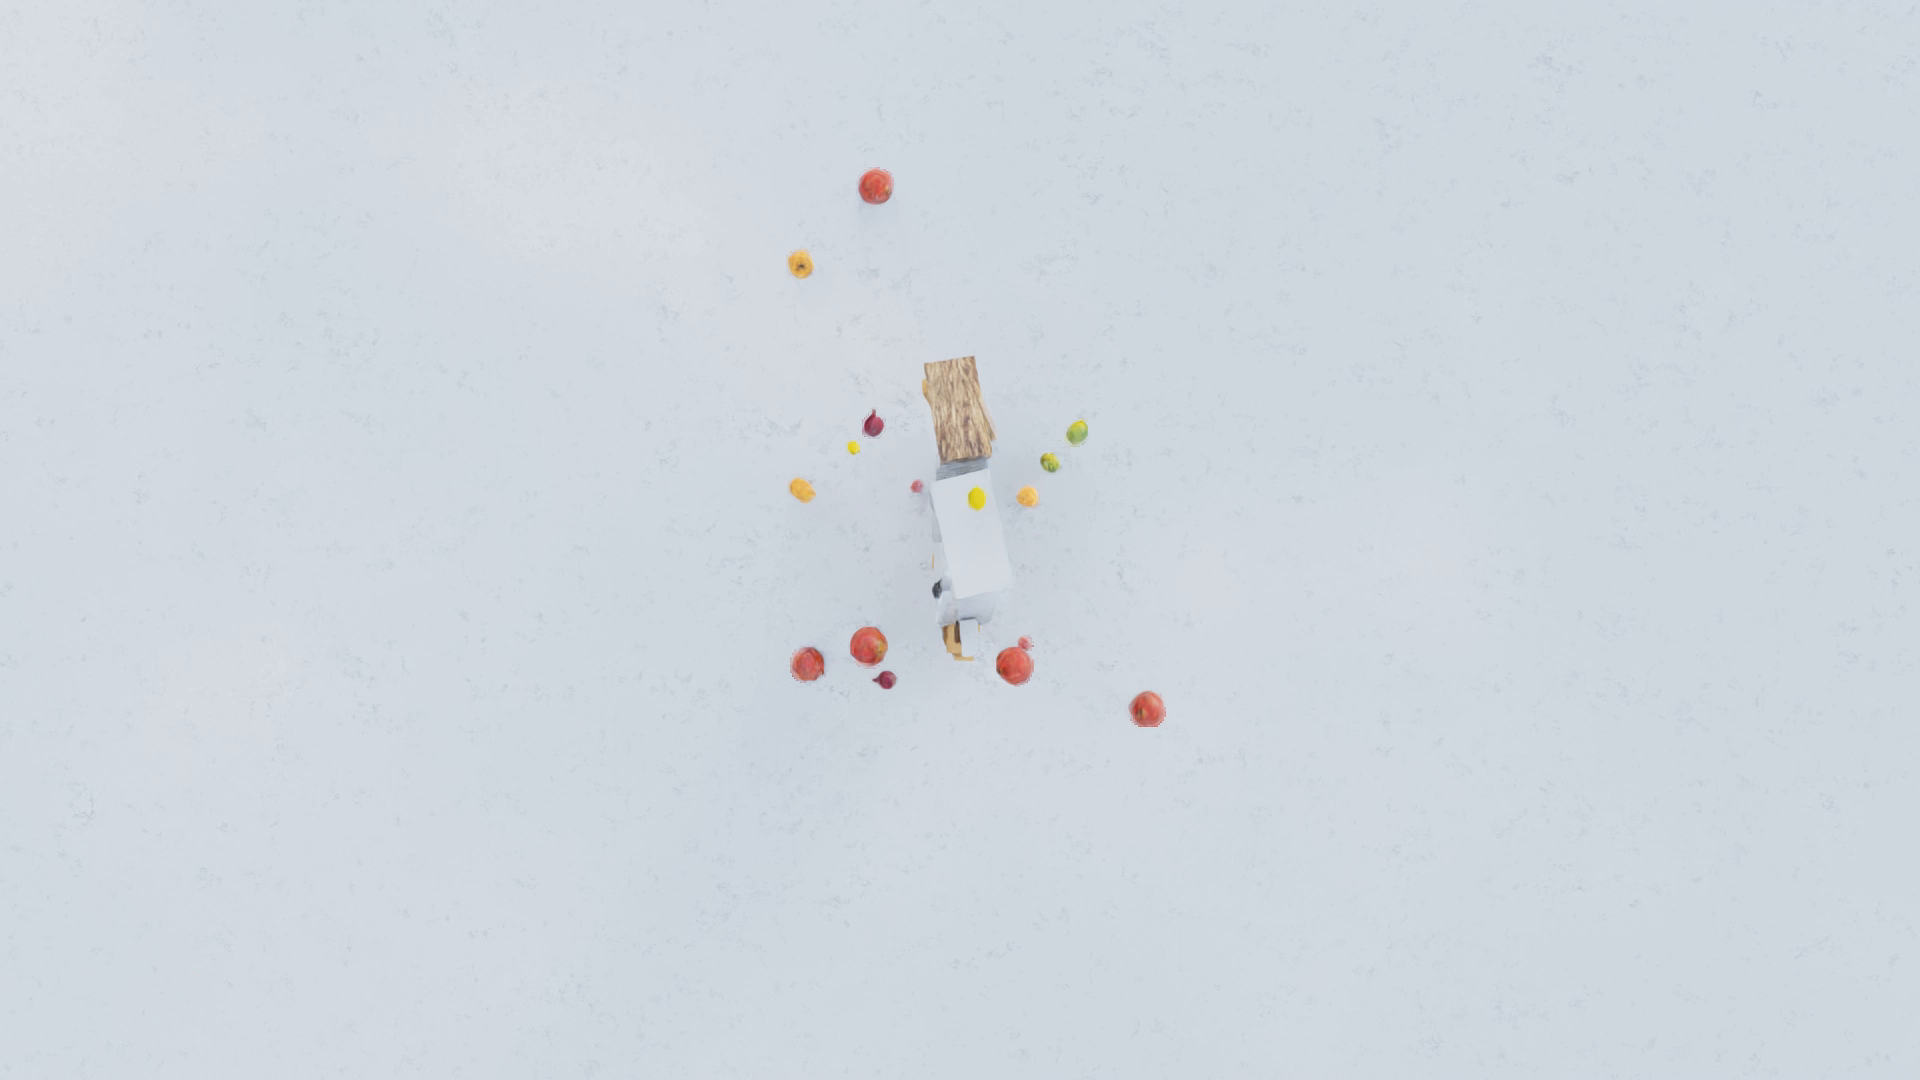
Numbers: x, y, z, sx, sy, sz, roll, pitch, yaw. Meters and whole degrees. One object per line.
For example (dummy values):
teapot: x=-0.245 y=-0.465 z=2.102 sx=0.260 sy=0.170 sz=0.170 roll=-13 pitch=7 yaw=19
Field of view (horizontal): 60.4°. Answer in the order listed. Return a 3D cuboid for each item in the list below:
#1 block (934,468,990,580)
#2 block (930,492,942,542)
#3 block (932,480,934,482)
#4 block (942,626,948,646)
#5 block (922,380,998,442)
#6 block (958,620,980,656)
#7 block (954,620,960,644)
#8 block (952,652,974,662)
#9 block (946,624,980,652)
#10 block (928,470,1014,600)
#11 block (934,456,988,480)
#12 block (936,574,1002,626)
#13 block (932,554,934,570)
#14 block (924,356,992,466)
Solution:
block: x=0.005 y=-0.048 z=5.131 sx=0.172 sy=0.049 sz=0.344 roll=0 pitch=90 yaw=0
block: x=-0.001 y=-0.068 z=4.936 sx=0.171 sy=0.343 sz=0.049 roll=0 pitch=73 yaw=0
block: x=0.001 y=-0.164 z=5.328 sx=0.172 sy=0.344 sz=0.049 roll=0 pitch=91 yaw=0
block: x=-0.006 y=0.309 z=5.397 sx=0.100 sy=0.200 sz=0.028 roll=1 pitch=99 yaw=-3
block: x=0.005 y=-0.401 z=5.163 sx=0.152 sy=0.585 sz=0.043 roll=-5 pitch=77 yaw=8
block: x=0.030 y=0.306 z=5.155 sx=0.057 sy=0.016 sz=0.113 roll=-6 pitch=85 yaw=-4
block: x=0.012 y=0.291 z=5.217 sx=0.057 sy=0.113 sz=0.016 roll=-1 pitch=55 yaw=-3
block: x=0.007 y=0.368 z=5.328 sx=0.057 sy=0.342 sz=0.016 roll=2 pitch=91 yaw=-2
block: x=0.012 y=0.261 z=5.282 sx=0.100 sy=0.028 sz=0.200 roll=2 pitch=90 yaw=-3
block: x=0.034 y=-0.016 z=4.740 sx=0.171 sy=0.049 sz=0.343 roll=-13 pitch=89 yaw=0
block: x=0.005 y=-0.186 z=4.954 sx=0.152 sy=0.304 sz=0.043 roll=-6 pitch=72 yaw=-1
block: x=0.022 y=0.184 z=5.016 sx=0.171 sy=0.507 sz=0.049 roll=-3 pitch=76 yaw=-3
block: x=0.000 y=0.065 z=5.328 sx=0.172 sy=0.344 sz=0.049 roll=0 pitch=91 yaw=0
block: x=-0.007 y=-0.379 z=4.824 sx=0.152 sy=0.043 sz=0.304 roll=-9 pitch=76 yaw=-2
